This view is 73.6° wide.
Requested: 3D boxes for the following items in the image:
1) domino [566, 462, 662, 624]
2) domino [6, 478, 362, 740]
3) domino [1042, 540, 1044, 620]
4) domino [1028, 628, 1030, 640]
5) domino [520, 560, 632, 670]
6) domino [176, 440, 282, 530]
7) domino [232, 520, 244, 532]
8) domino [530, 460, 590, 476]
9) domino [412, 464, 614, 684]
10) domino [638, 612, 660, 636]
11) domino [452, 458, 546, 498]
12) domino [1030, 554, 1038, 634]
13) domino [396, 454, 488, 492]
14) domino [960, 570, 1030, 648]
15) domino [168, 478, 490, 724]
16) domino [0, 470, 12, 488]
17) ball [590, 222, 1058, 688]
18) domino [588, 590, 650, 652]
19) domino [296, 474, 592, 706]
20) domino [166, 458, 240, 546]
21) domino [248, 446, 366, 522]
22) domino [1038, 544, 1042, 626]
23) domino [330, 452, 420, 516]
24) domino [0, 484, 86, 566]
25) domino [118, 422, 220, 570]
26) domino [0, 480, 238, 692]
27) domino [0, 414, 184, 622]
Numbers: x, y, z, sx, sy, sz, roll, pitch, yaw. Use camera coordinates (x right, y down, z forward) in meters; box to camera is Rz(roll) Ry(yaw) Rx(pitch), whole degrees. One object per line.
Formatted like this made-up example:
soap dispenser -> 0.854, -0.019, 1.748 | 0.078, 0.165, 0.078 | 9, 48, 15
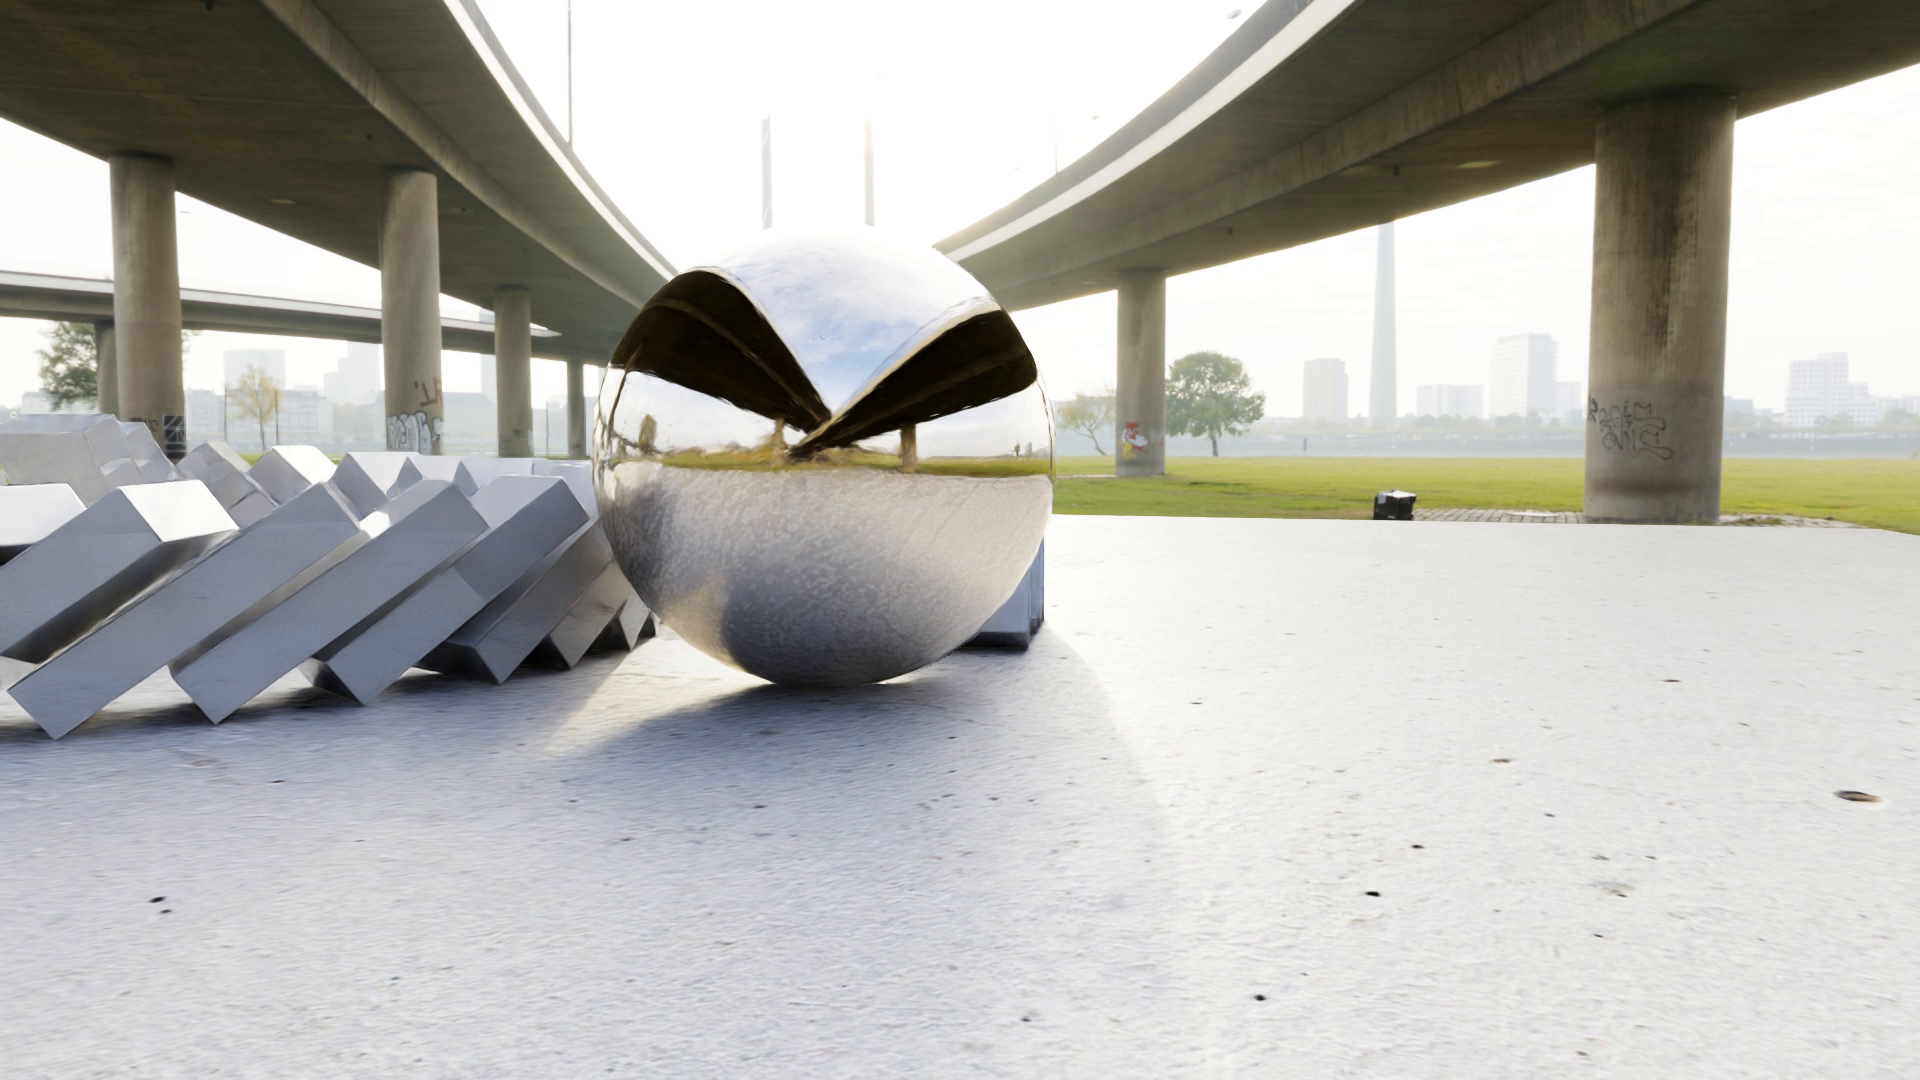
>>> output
domino -> -0.086, 0.000, 0.318 | 0.025, 0.009, 0.050 | 0, 41, -12
domino -> -0.119, 0.009, 0.201 | 0.050, 0.010, 0.025 | -39, 19, -18
domino -> 0.009, -0.005, 0.318 | 0.025, 0.050, 0.009 | 0, -26, 4
domino -> 0.003, -0.003, 0.285 | 0.025, 0.050, 0.009 | 0, -25, 4
domino -> -0.077, 0.004, 0.261 | 0.025, 0.009, 0.050 | 3, 42, 26
domino -> -0.183, -0.005, 0.342 | 0.010, 0.050, 0.025 | -45, 17, -12
domino -> -0.239, -0.007, 0.419 | 0.050, 0.009, 0.025 | 34, -10, -21
domino -> -0.096, -0.002, 0.334 | 0.025, 0.010, 0.050 | -1, 42, -25
domino -> -0.082, 0.005, 0.246 | 0.025, 0.009, 0.050 | 5, 43, 31
domino -> -0.080, 0.001, 0.300 | 0.025, 0.009, 0.050 | 0, 40, -2
domino -> -0.114, -0.003, 0.344 | 0.025, 0.009, 0.050 | -5, 45, -47
domino -> 0.005, -0.004, 0.296 | 0.025, 0.050, 0.010 | 0, -25, 4
domino -> -0.130, -0.003, 0.352 | 0.050, 0.009, 0.025 | 46, 26, 22
domino -> 0.002, -0.002, 0.274 | 0.025, 0.050, 0.009 | 0, -25, 4
domino -> -0.105, 0.008, 0.213 | 0.050, 0.009, 0.025 | -41, 24, -24
domino -> -0.266, -0.005, 0.392 | 0.025, 0.009, 0.050 | 4, -28, 45
ball -> -0.023, -0.014, 0.224 | 0.080, 0.080, 0.080 | 0, 4, 0
domino -> -0.077, 0.003, 0.281 | 0.025, 0.010, 0.050 | 1, 40, 10
domino -> -0.093, 0.007, 0.228 | 0.025, 0.010, 0.050 | 5, 41, 46
domino -> -0.196, -0.005, 0.331 | 0.009, 0.050, 0.025 | -45, 25, -22
domino -> -0.167, -0.005, 0.351 | 0.050, 0.010, 0.025 | 44, 1, -5
domino -> 0.007, -0.005, 0.307 | 0.025, 0.050, 0.010 | 0, -25, 4
domino -> -0.148, -0.004, 0.357 | 0.050, 0.009, 0.025 | 45, 18, 13
domino -> -0.154, 0.010, 0.185 | 0.050, 0.010, 0.025 | -35, 3, 4
domino -> -0.198, -0.005, 0.312 | 0.025, 0.050, 0.009 | 1, 37, 19
domino -> -0.136, 0.010, 0.190 | 0.050, 0.010, 0.025 | -36, 8, -3
domino -> -0.200, -0.004, 0.297 | 0.025, 0.050, 0.009 | 1, 30, 11
